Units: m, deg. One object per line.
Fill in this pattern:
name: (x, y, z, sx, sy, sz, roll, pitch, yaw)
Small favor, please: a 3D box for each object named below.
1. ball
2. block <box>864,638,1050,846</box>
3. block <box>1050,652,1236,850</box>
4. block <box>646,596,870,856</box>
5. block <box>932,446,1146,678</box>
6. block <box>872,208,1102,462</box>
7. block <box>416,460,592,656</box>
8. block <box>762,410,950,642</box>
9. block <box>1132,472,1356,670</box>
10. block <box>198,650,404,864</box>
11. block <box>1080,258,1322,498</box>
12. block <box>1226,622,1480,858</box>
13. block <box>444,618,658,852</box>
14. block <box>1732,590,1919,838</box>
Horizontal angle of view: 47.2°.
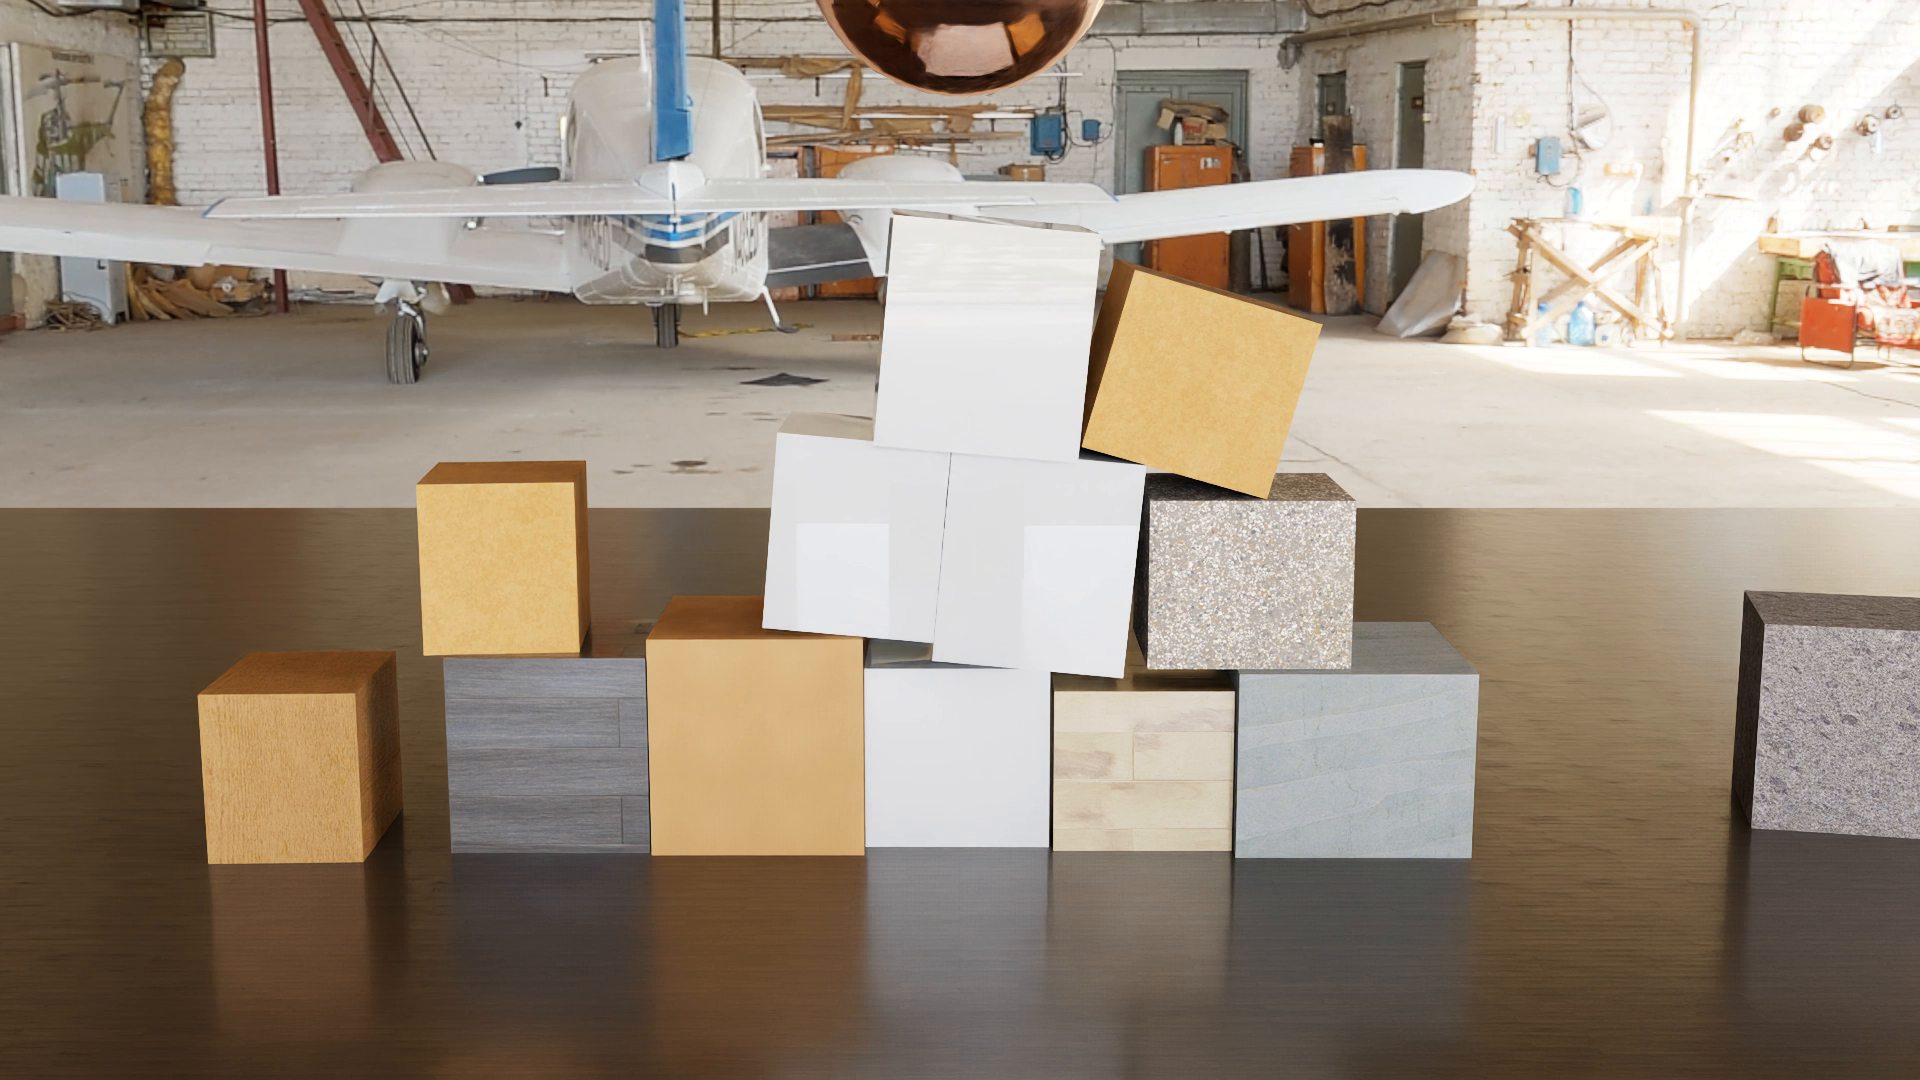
ball: (0.000, -3.028, 10.974, 1.600, 1.600, 1.600, 0, 10, 0)
block: (-0.013, 1.020, 11.381, 0.923, 0.921, 0.801, 0, 10, 0)
block: (0.913, 1.074, 11.364, 0.893, 0.820, 0.870, 0, 10, 0)
block: (-1.005, 0.933, 11.359, 1.058, 1.099, 1.053, 0, 10, 0)
block: (0.383, 0.035, 11.207, 0.947, 1.064, 0.923, 5, 10, -1)
block: (0.104, -1.038, 10.915, 0.981, 1.091, 1.037, 5, 10, -4)
block: (-2.304, 0.076, 11.194, 0.760, 0.853, 0.758, -1, 10, -5)
block: (-0.507, -0.088, 11.168, 0.843, 0.970, 0.914, 5, 10, -1)
block: (1.426, 0.141, 11.219, 1.003, 0.840, 0.920, 0, 10, 0)
block: (-3.333, 1.088, 11.193, 0.757, 0.855, 0.909, 0, 10, -2)
block: (1.153, -0.829, 11.068, 0.947, 0.888, 0.903, 16, 10, -5)
block: (1.953, 1.010, 11.401, 1.167, 0.934, 1.191, 0, 10, 0)
block: (-2.042, 0.987, 11.355, 0.992, 0.996, 0.949, 0, 10, 0)
block: (4.640, 0.900, 11.598, 0.922, 1.079, 0.880, 2, 11, 13)
